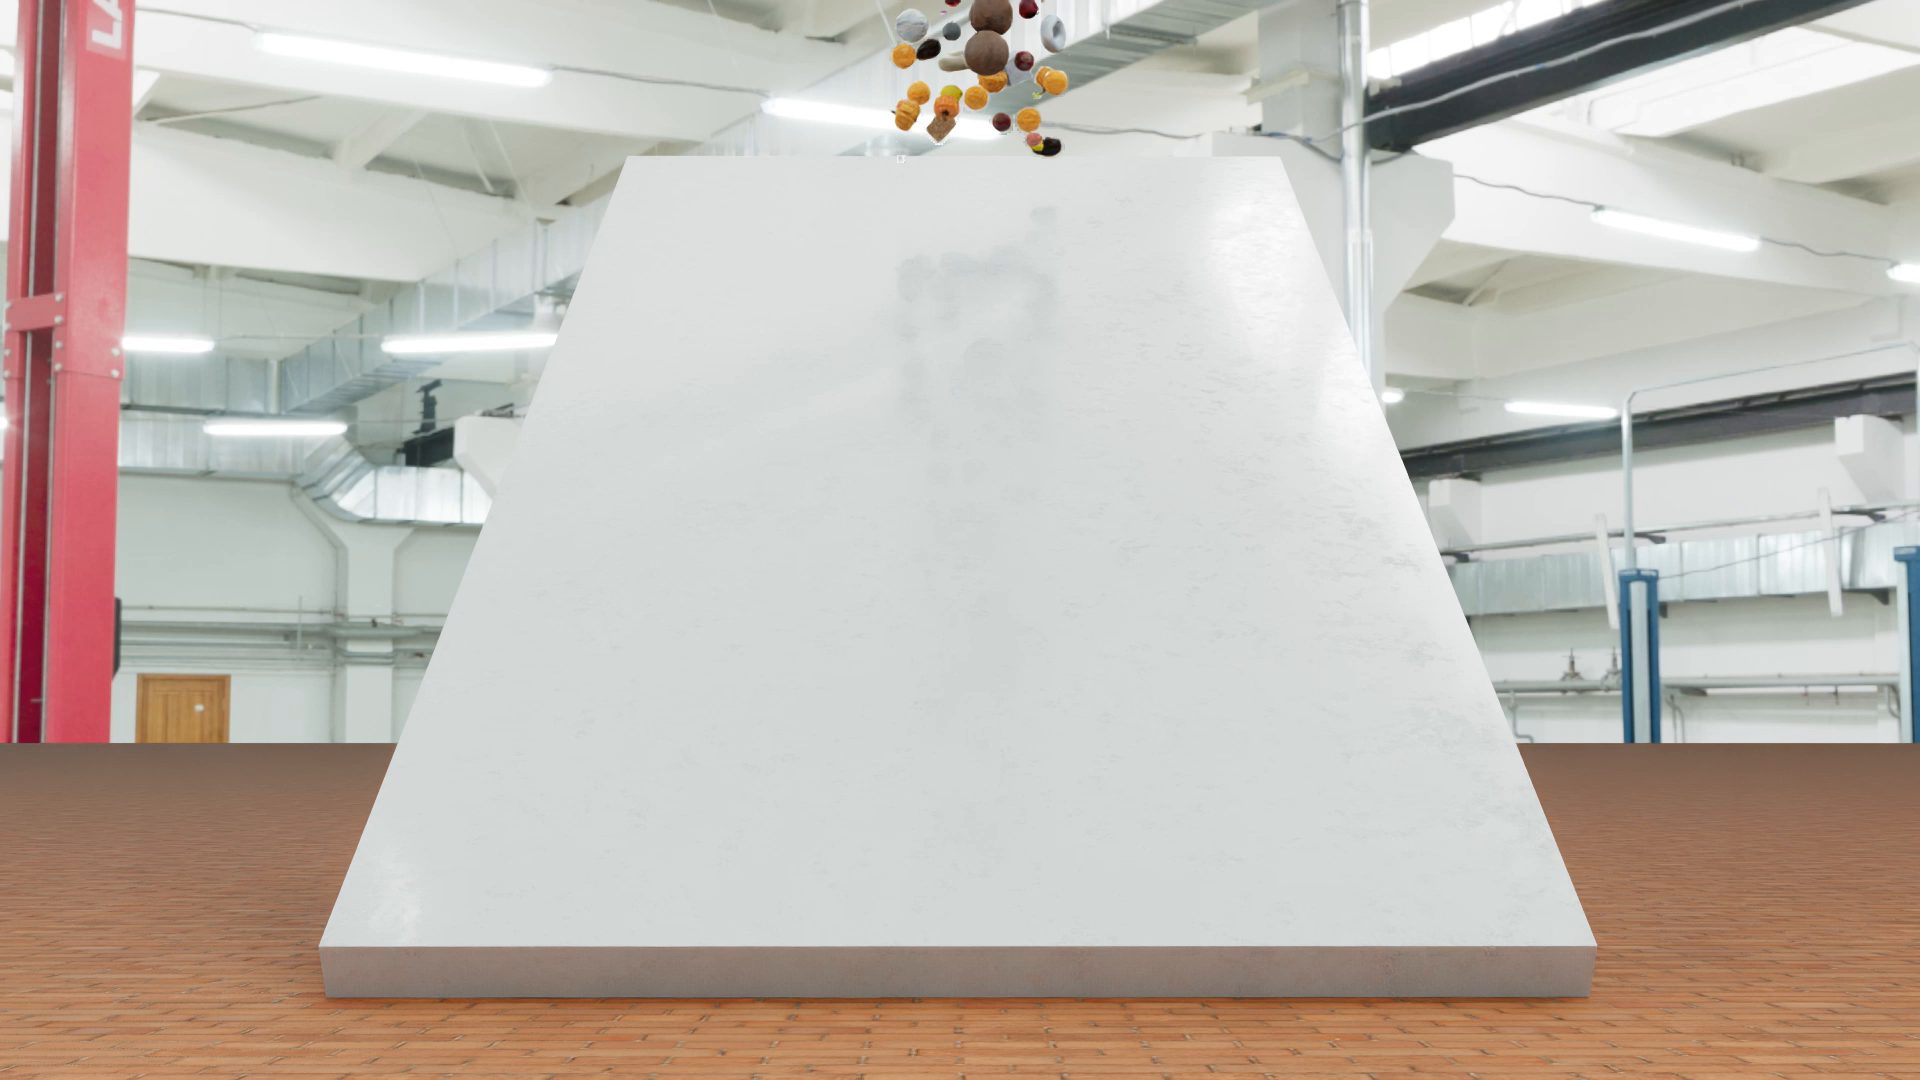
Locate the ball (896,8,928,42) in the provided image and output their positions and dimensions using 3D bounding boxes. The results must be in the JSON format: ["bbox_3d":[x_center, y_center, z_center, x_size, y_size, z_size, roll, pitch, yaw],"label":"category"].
[{"bbox_3d":[-0.137,-1.473,6.788,0.095,0.095,0.095,0,-5,0],"label":"ball"}]

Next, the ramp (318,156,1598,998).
[{"bbox_3d":[-0.010,-0.227,5.512,2.000,0.100,4.000,0,27,0],"label":"ramp"}]

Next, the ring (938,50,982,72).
[{"bbox_3d":[0.000,-1.467,7.250,0.136,0.045,0.136,-10,21,4],"label":"ring"}]

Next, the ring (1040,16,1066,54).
[{"bbox_3d":[0.278,-1.511,7.080,0.038,0.114,0.114,-2,-5,35],"label":"ring"}]

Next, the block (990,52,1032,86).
[{"bbox_3d":[0.156,-1.437,7.226,0.080,0.080,0.080,-27,25,-24],"label":"block"}]

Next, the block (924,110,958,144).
[{"bbox_3d":[-0.054,-1.207,6.906,0.059,0.059,0.059,-48,4,-40],"label":"block"}]

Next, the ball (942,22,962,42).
[{"bbox_3d":[-0.025,-1.543,7.188,0.058,0.058,0.058,0,-5,0],"label":"ball"}]
